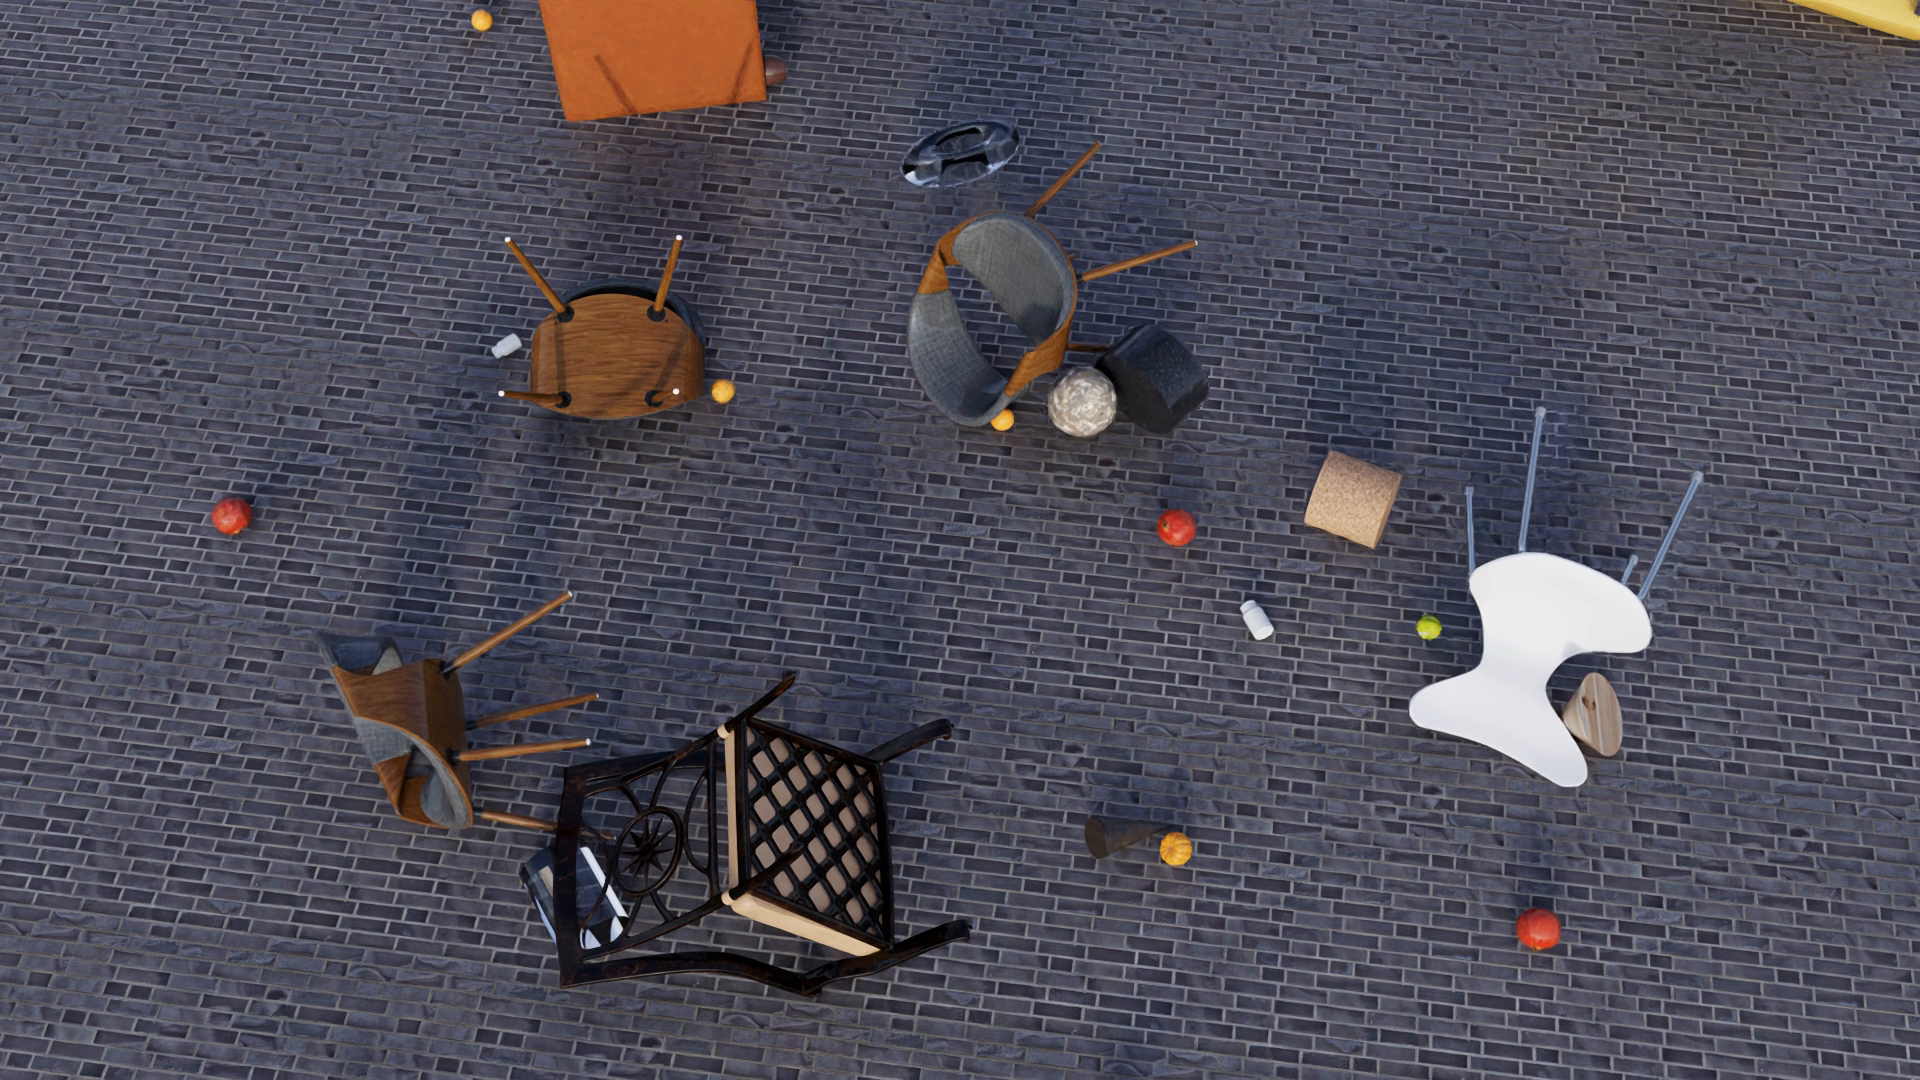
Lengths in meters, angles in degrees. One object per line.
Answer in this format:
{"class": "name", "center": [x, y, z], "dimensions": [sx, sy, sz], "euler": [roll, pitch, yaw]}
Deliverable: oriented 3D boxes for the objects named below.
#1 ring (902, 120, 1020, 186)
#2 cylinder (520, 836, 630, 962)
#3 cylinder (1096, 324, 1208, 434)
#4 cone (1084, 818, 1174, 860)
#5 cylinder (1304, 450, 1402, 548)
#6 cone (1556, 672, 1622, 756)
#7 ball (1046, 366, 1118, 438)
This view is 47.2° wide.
{"class": "ring", "center": [0.003, -1.292, 7.351], "dimensions": [0.420, 0.153, 0.173], "euler": [-18, 61, -11]}
{"class": "cylinder", "center": [-1.025, 0.952, 5.841], "dimensions": [0.199, 0.155, 0.269], "euler": [-33, 61, -6]}
{"class": "cylinder", "center": [0.588, -0.495, 6.747], "dimensions": [0.313, 0.257, 0.168], "euler": [45, 66, 7]}
{"class": "cone", "center": [0.478, 0.796, 6.004], "dimensions": [0.242, 0.131, 0.112], "euler": [-6, 97, -22]}
{"class": "cylinder", "center": [1.163, -0.122, 6.507], "dimensions": [0.215, 0.252, 0.232], "euler": [21, 91, 14]}
{"class": "cone", "center": [1.737, 0.501, 6.181], "dimensions": [0.144, 0.250, 0.236], "euler": [-16, 67, 40]}
{"class": "ball", "center": [0.373, -0.424, 6.727], "dimensions": [0.218, 0.218, 0.218], "euler": [0, 56, 0]}
